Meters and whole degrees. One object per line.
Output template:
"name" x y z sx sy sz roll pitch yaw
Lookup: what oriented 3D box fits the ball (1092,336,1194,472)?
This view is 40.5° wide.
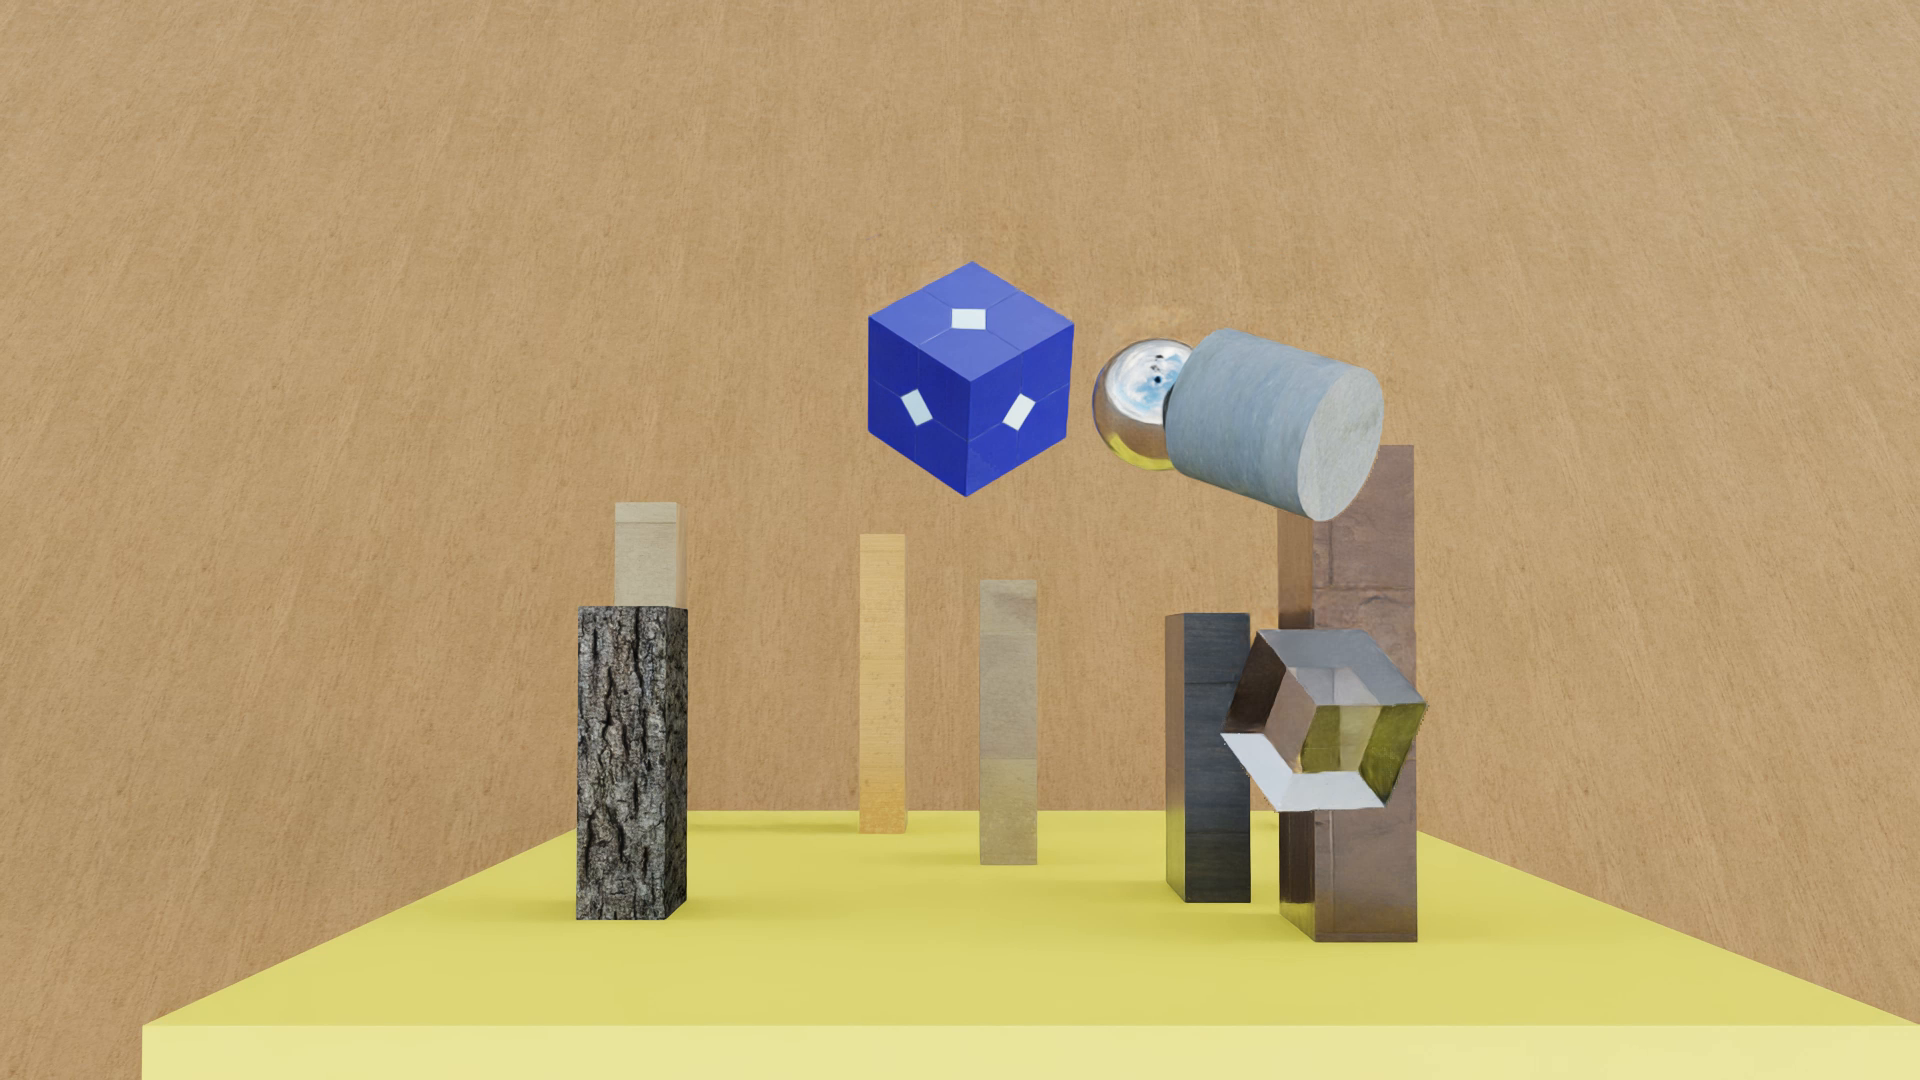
"ball" 0.203 -0.139 2.656 0.137 0.137 0.137 0 37 0

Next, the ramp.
"ramp" 0.081 0.683 4.920 2.000 0.100 4.000 0 -3 0

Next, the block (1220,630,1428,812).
"block" 0.429 0.212 3.085 0.152 0.152 0.152 1 32 -26

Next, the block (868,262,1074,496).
"block" 0.011 -0.192 3.076 0.169 0.169 0.169 -31 51 -33

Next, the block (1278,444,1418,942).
"block" 0.589 0.231 3.994 0.148 0.722 0.423 0 -3 0

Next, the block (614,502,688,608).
"block" -0.736 0.303 6.198 0.143 0.772 0.246 0 -3 0

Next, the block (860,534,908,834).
"block" -0.181 0.342 6.244 0.105 0.697 0.385 0 -3 0

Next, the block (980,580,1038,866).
"block" 0.097 0.368 5.308 0.113 0.565 0.311 0 -3 0

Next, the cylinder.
"cylinder" 0.307 -0.114 2.538 0.153 0.153 0.153 21 41 34

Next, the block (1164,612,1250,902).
"block" 0.433 0.375 4.578 0.110 0.487 0.409 0 -3 0

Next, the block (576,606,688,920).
"block" -0.533 0.357 4.257 0.139 0.493 0.332 0 -3 0
